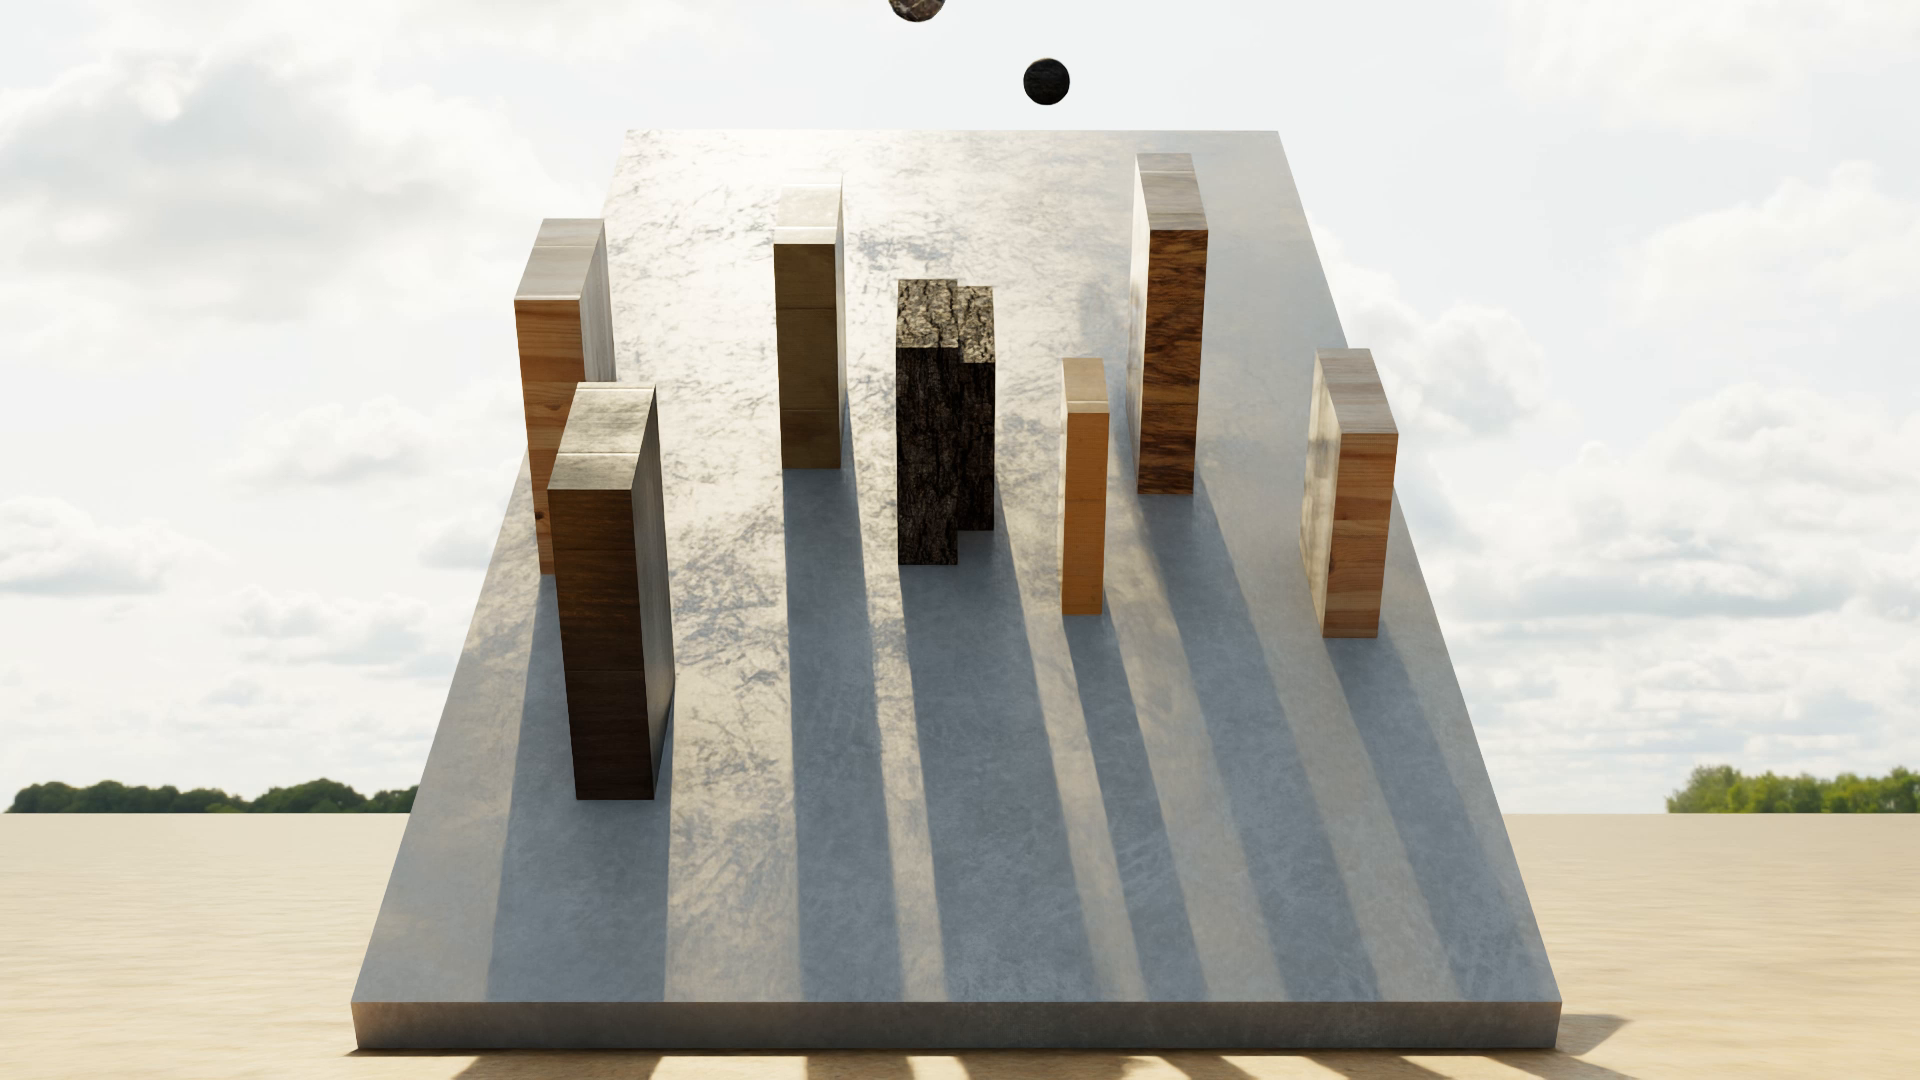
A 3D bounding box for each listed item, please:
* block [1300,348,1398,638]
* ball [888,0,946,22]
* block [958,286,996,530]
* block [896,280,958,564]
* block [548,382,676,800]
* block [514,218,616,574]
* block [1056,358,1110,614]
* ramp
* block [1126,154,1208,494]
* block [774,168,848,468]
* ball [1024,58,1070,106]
[{"bbox_3d":[0.798,-0.100,5.002,0.112,0.473,0.380,0,30,0],"label":"block"},{"bbox_3d":[-0.128,-1.621,7.166,0.176,0.176,0.176,0,-6,0],"label":"ball"},{"bbox_3d":[0.002,-0.297,5.395,0.145,0.411,0.393,0,30,0],"label":"block"},{"bbox_3d":[-0.070,-0.255,5.217,0.128,0.518,0.337,0,30,0],"label":"block"},{"bbox_3d":[-0.636,0.094,4.480,0.143,0.657,0.406,0,30,0],"label":"block"},{"bbox_3d":[-0.829,-0.309,5.182,0.131,0.641,0.418,0,30,0],"label":"block"},{"bbox_3d":[0.253,-0.111,5.020,0.084,0.471,0.248,0,30,0],"label":"block"},{"bbox_3d":[-0.013,-0.206,5.745,2.000,0.100,4.000,0,30,0],"label":"ramp"},{"bbox_3d":[0.464,-0.494,5.503,0.125,0.644,0.443,0,30,0],"label":"block"},{"bbox_3d":[-0.343,-0.517,5.620,0.135,0.560,0.441,0,30,0],"label":"block"},{"bbox_3d":[0.261,-1.377,7.274,0.143,0.143,0.143,0,-6,0],"label":"ball"}]
